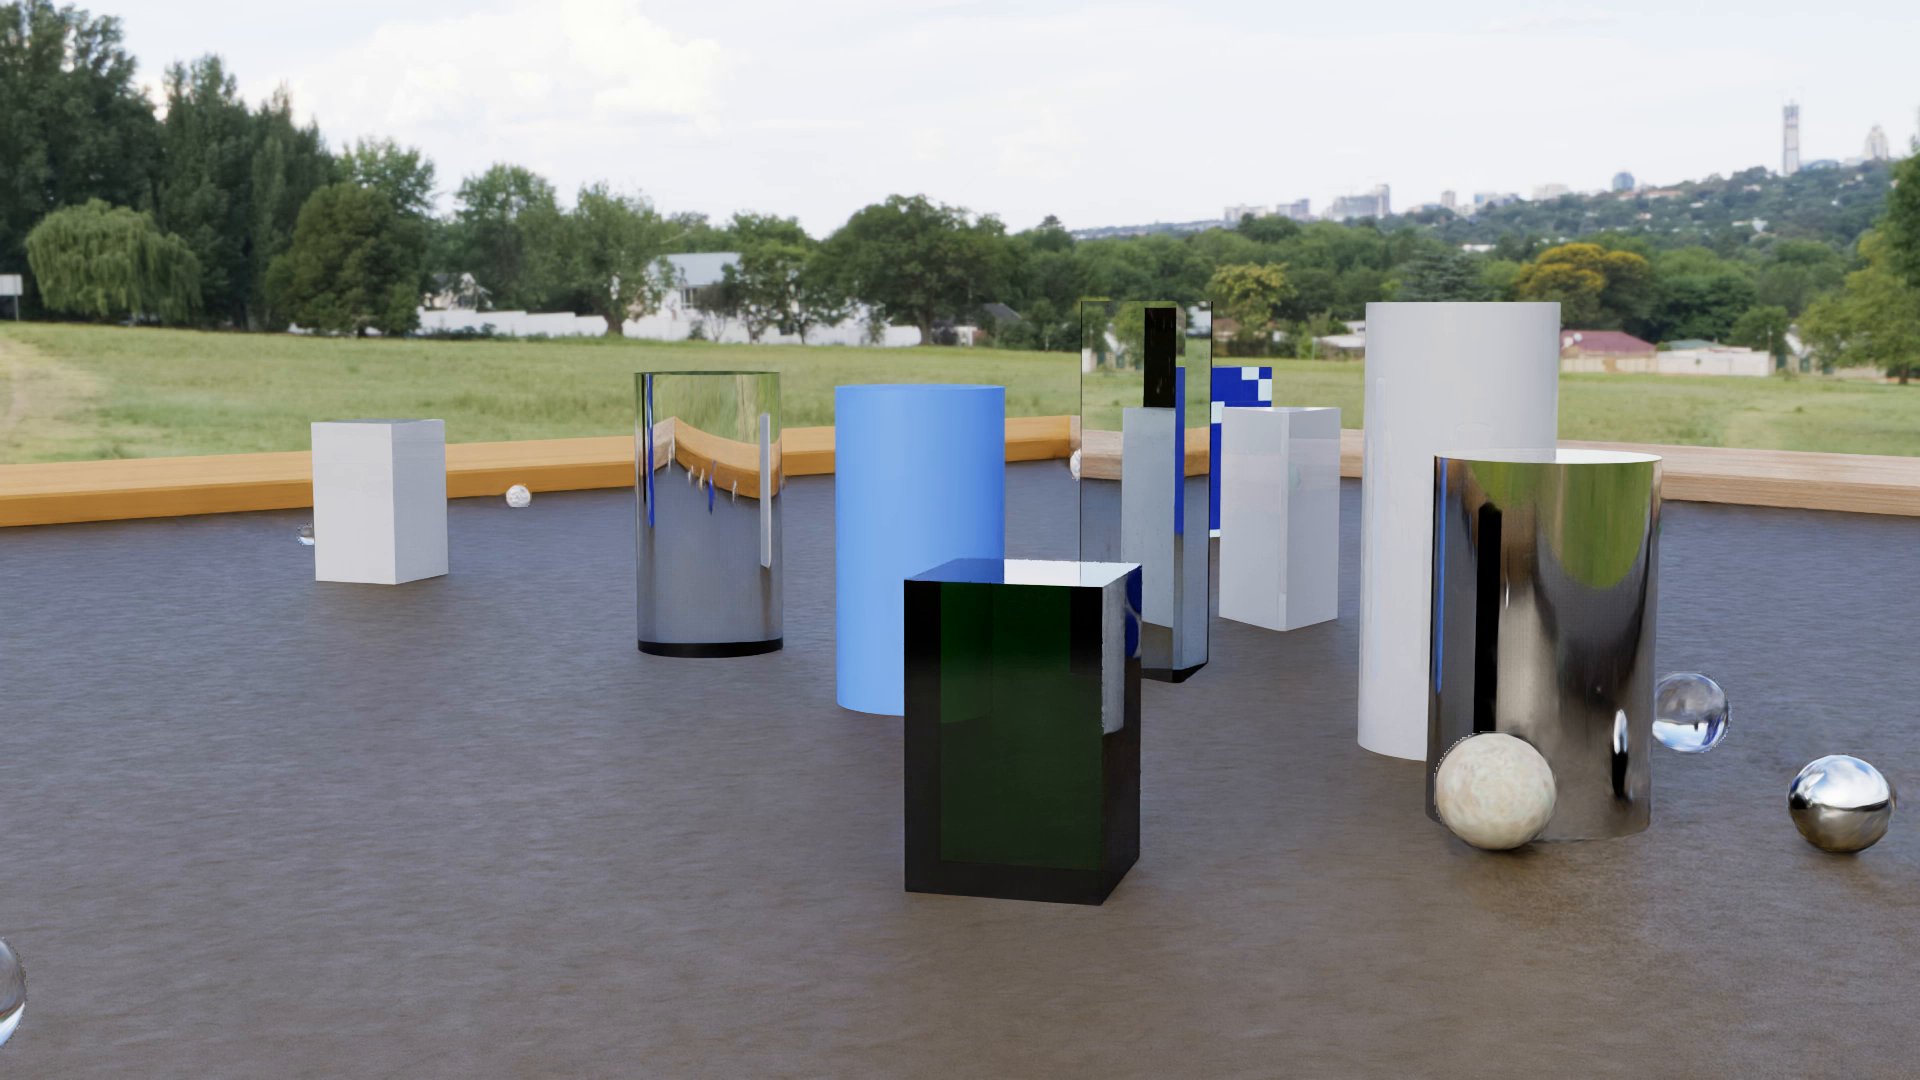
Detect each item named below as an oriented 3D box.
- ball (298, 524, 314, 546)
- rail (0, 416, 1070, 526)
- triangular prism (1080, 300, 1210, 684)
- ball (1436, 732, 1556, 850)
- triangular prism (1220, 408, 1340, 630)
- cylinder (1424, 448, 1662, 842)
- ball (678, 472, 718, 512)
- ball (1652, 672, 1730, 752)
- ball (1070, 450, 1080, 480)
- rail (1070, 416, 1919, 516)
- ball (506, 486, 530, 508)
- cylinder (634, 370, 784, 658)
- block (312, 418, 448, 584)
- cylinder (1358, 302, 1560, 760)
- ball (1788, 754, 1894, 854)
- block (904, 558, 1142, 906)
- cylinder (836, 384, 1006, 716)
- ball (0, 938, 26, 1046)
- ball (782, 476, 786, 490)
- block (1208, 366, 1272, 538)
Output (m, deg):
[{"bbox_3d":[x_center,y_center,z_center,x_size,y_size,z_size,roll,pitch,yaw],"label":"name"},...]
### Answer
[{"bbox_3d":[-1.221,-0.009,4.131,0.041,0.041,0.041,0,6,0],"label":"ball"},{"bbox_3d":[-1.468,-0.134,4.914,4.934,0.124,0.045,-6,8,-42],"label":"rail"},{"bbox_3d":[0.257,-0.066,2.707,0.144,0.453,0.166,-5,8,-42],"label":"triangular prism"},{"bbox_3d":[0.438,0.206,1.800,0.096,0.096,0.096,0,6,0],"label":"ball"},{"bbox_3d":[0.437,-0.036,3.137,0.144,0.303,0.166,4,7,36],"label":"triangular prism"},{"bbox_3d":[0.507,0.085,1.917,0.191,0.318,0.191,0,6,0],"label":"cylinder"},{"bbox_3d":[-0.572,-0.104,4.811,0.087,0.087,0.087,0,6,0],"label":"ball"},{"bbox_3d":[0.731,0.173,2.211,0.081,0.081,0.081,0,6,0],"label":"ball"},{"bbox_3d":[0.328,-0.195,5.660,0.090,0.090,0.090,0,6,0],"label":"ball"},{"bbox_3d":[1.796,-0.141,4.980,0.045,0.124,4.377,-6,8,-42],"label":"rail"},{"bbox_3d":[-0.986,-0.096,4.908,0.052,0.052,0.052,0,6,0],"label":"ball"},{"bbox_3d":[-0.329,-0.038,2.884,0.191,0.361,0.191,0,6,0],"label":"cylinder"},{"bbox_3d":[-0.960,-0.067,3.644,0.153,0.260,0.153,2,6,20],"label":"block"},{"bbox_3d":[0.504,-0.014,2.231,0.191,0.450,0.191,0,6,0],"label":"cylinder"},{"bbox_3d":[0.722,0.217,1.802,0.081,0.081,0.081,0,6,0],"label":"ball"},{"bbox_3d":[0.052,0.144,1.725,0.153,0.240,0.153,2,6,16],"label":"block"},{"bbox_3d":[-0.045,0.005,2.487,0.191,0.357,0.191,0,6,0],"label":"cylinder"},{"bbox_3d":[-0.594,0.268,1.289,0.086,0.086,0.086,0,6,0],"label":"ball"},{"bbox_3d":[-0.447,-0.138,5.288,0.055,0.055,0.055,0,6,0],"label":"ball"},{"bbox_3d":[0.511,-0.180,4.382,0.153,0.330,0.153,-4,7,-30],"label":"block"}]
